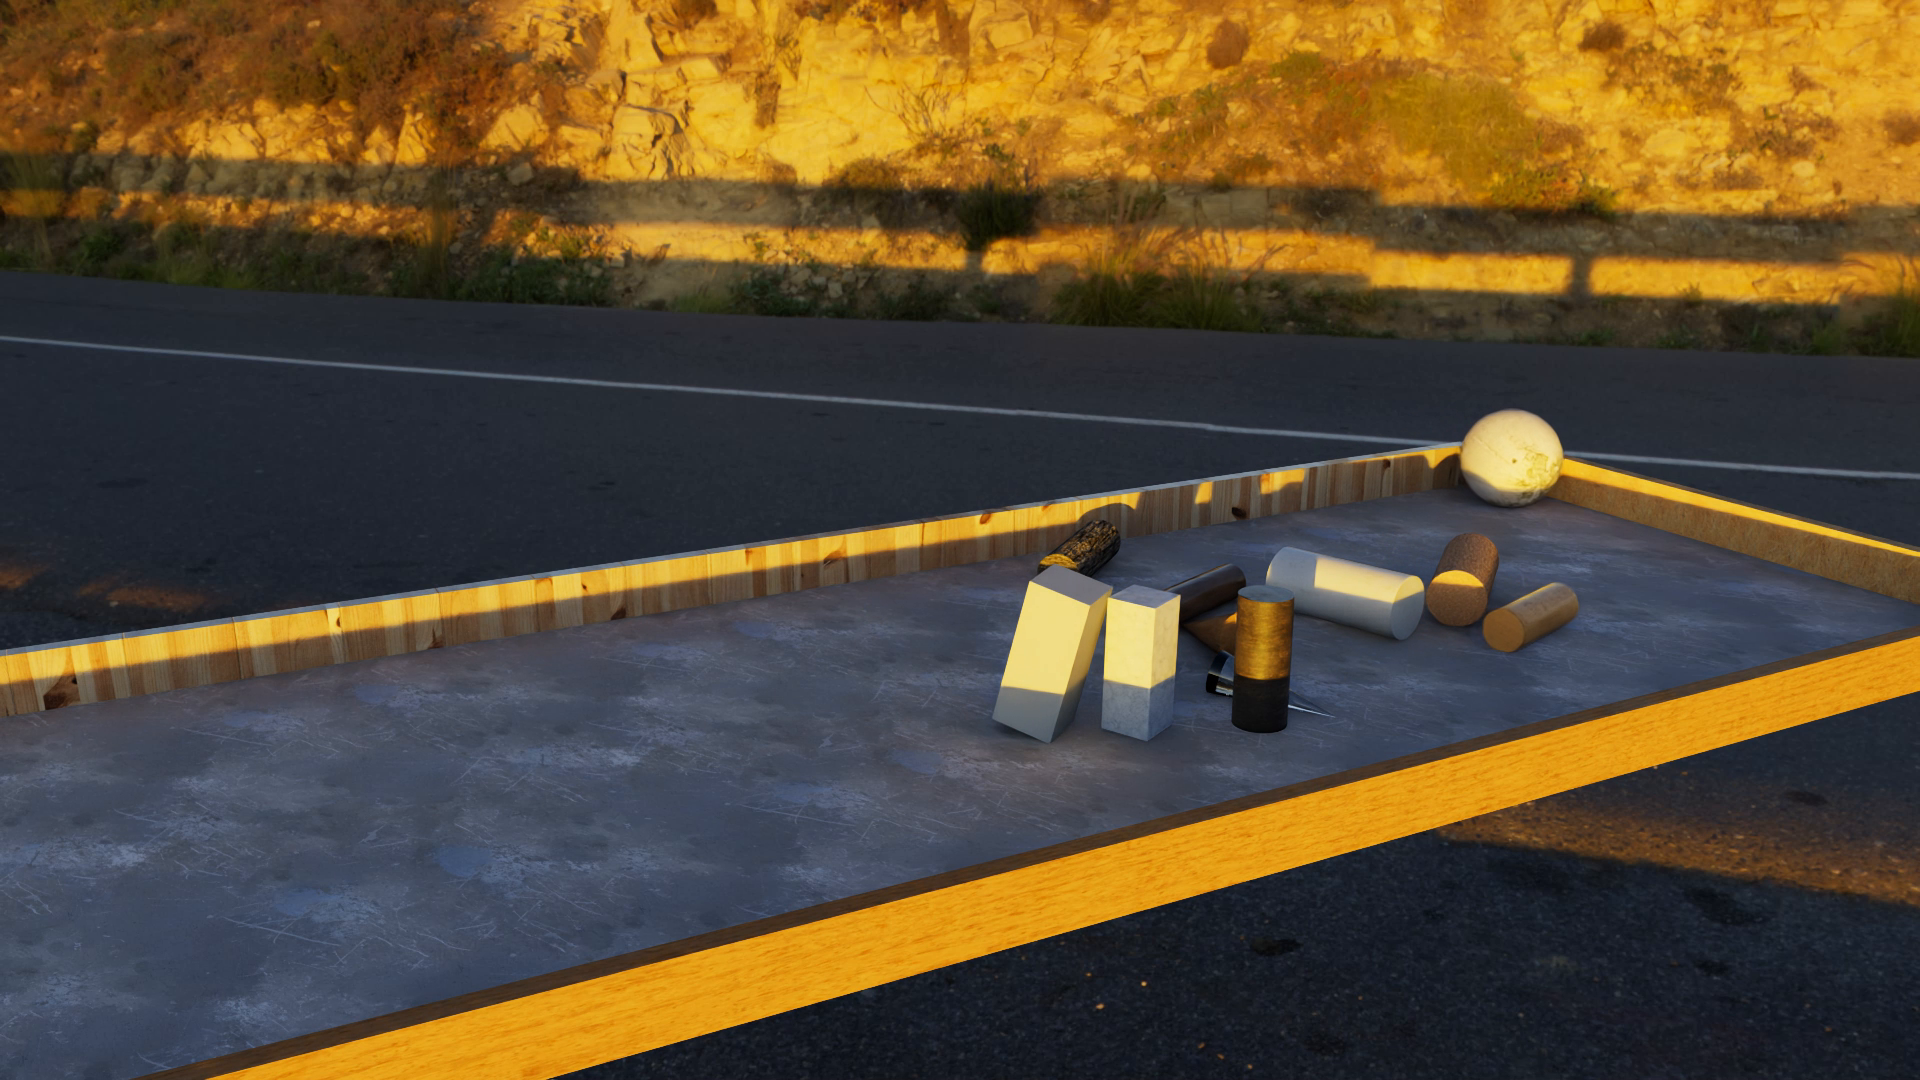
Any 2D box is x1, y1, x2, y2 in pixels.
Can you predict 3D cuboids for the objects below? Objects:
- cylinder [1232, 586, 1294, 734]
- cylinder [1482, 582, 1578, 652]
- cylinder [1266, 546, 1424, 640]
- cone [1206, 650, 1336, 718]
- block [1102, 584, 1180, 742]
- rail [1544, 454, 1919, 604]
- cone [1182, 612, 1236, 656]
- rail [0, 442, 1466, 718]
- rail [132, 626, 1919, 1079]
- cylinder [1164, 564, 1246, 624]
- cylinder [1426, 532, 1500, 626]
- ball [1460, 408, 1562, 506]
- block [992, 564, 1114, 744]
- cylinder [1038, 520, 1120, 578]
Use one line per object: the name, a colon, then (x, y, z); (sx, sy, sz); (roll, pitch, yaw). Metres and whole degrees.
cylinder: (0.706, 0.277, 3.845); (0.130, 0.320, 0.130); (0, 16, 0)
cylinder: (1.540, 0.206, 4.447); (0.117, 0.117, 0.320); (15, 22, 42)
cylinder: (1.059, 0.144, 4.551); (0.393, 0.177, 0.177); (15, 22, 42)
cone: (0.763, 0.372, 3.988); (0.317, 0.113, 0.113); (20, 24, 26)
block: (0.418, 0.282, 3.817); (0.122, 0.322, 0.122); (13, 21, 33)
rail: (2.466, -0.048, 5.253); (0.050, 0.150, 2.100); (-9, 18, -27)
cone: (0.670, 0.245, 4.390); (0.150, 0.150, 0.347); (-6, 5, -20)
rail: (-3.305, 0.497, 3.399); (12.000, 0.150, 0.050); (-9, 18, -27)
rail: (-2.336, 1.006, 1.665); (12.000, 0.150, 0.050); (-9, 18, -27)
cylinder: (0.653, 0.161, 4.623); (0.104, 0.104, 0.397); (14, 21, 39)
cylinder: (1.436, 0.109, 4.700); (0.161, 0.161, 0.401); (6, 18, 21)
ball: (1.911, -0.285, 5.722); (0.340, 0.340, 0.340); (0, 16, 0)
block: (0.212, 0.260, 3.789); (0.150, 0.357, 0.150); (22, 23, 19)
cylinder: (0.360, 0.052, 4.945); (0.132, 0.132, 0.398); (7, 18, 21)
